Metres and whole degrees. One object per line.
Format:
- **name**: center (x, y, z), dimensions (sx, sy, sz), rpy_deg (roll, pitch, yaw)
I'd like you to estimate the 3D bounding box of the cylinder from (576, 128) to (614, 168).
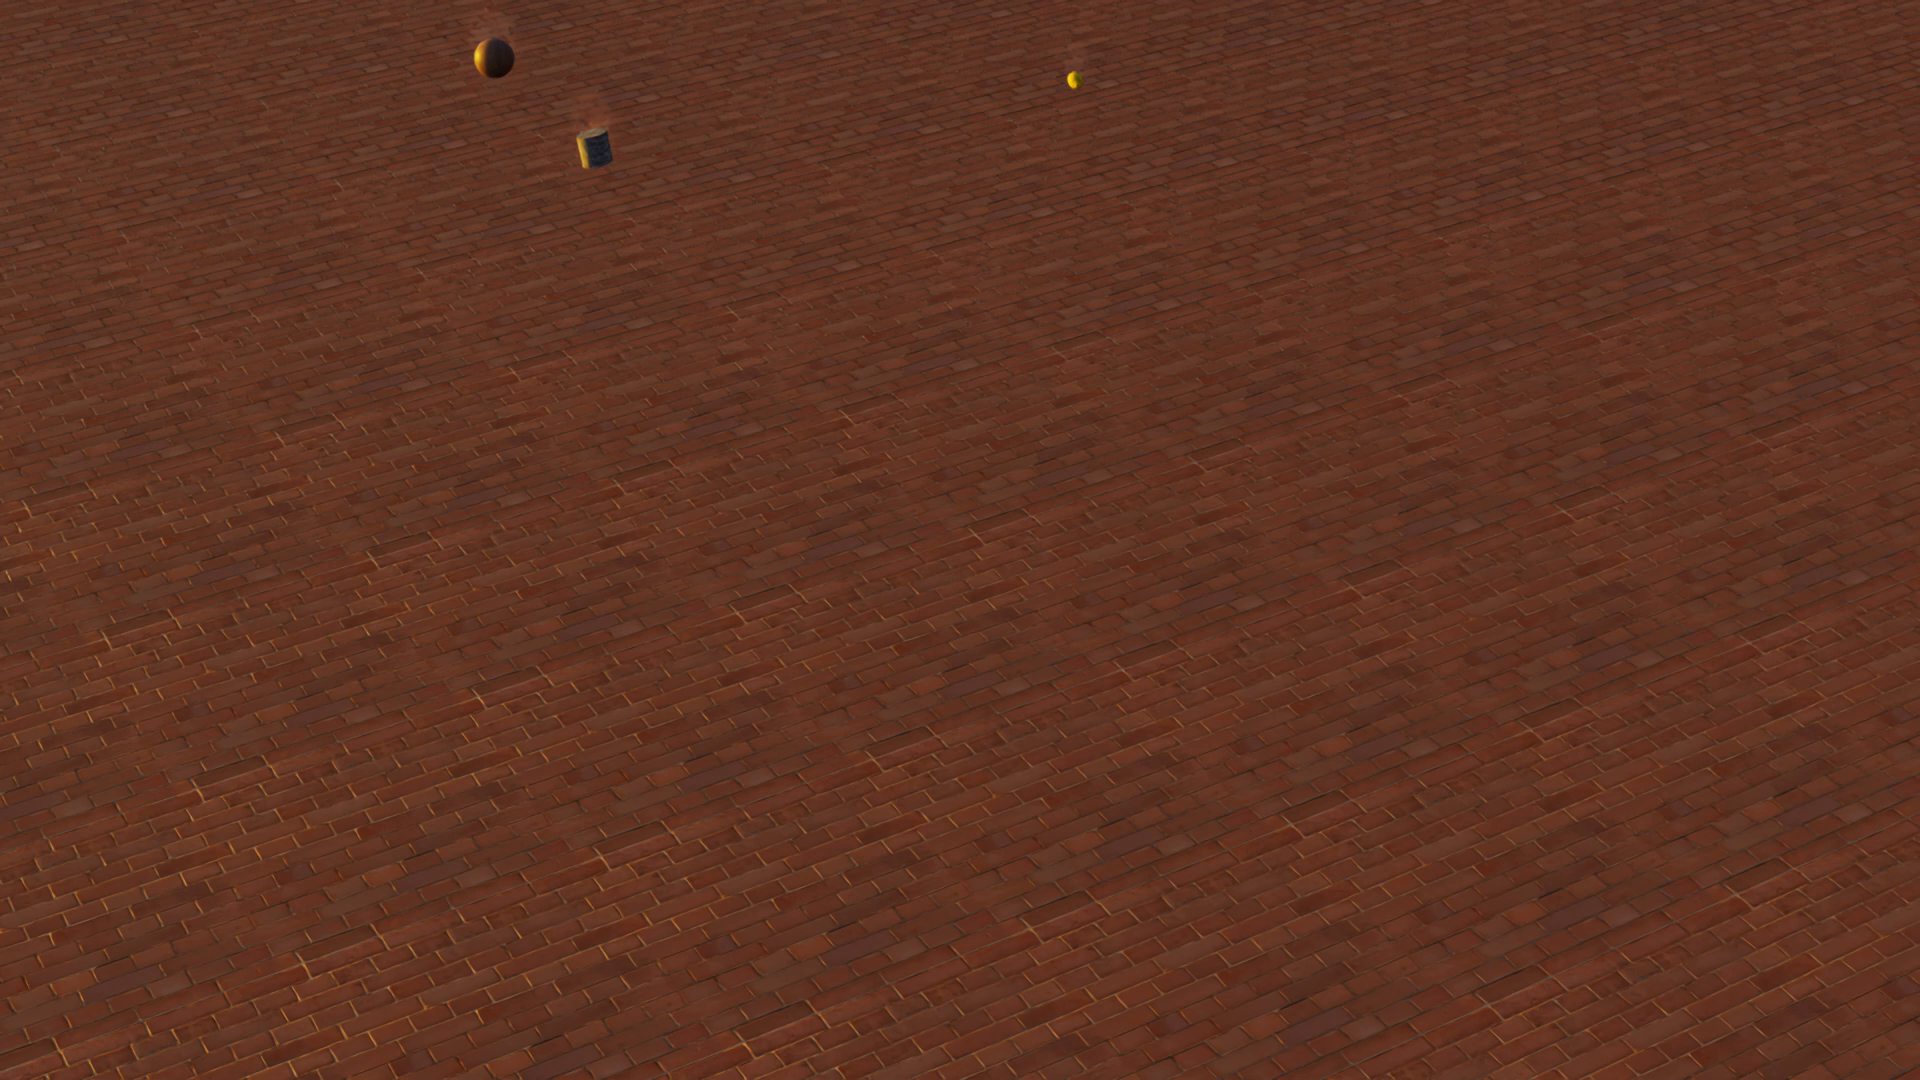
- **cylinder**: center (-0.954, -1.023, 7.657), dimensions (0.080, 0.082, 0.090), rpy_deg (-4, 24, 14)
